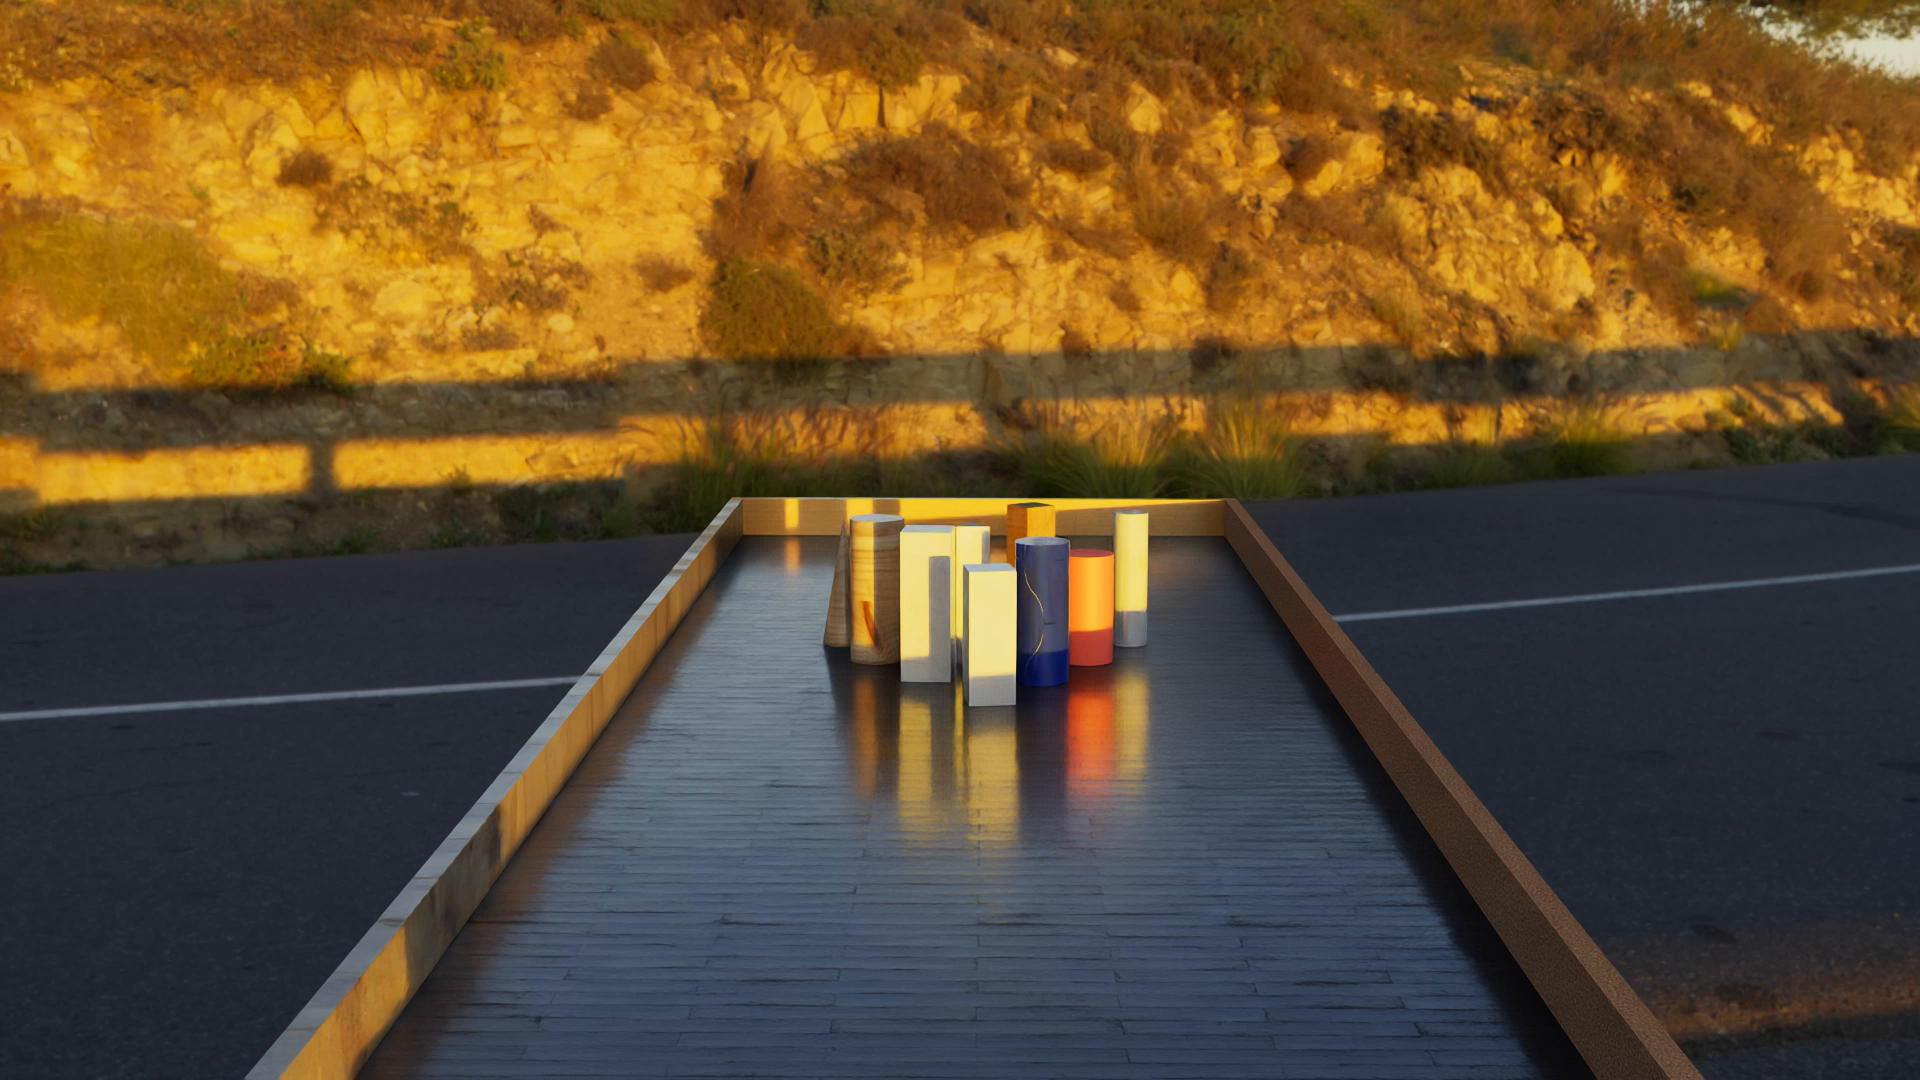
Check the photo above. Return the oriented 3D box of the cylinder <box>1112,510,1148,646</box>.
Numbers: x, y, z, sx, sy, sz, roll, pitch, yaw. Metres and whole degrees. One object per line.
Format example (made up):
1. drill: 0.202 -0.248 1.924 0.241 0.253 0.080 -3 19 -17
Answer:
1. cylinder: 0.534 0.120 6.916 0.111 0.419 0.111 0 9 0

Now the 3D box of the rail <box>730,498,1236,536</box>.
1. rail: 0.099 -0.098 9.147 2.100 0.150 0.050 0 9 1

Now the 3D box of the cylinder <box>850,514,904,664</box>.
1. cylinder: -0.251 0.148 6.685 0.166 0.435 0.166 0 9 0

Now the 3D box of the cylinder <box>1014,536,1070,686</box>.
1. cylinder: 0.238 0.206 6.394 0.161 0.412 0.161 0 9 0

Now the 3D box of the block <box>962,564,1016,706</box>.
1. block: 0.081 0.263 6.143 0.131 0.378 0.131 -1 9 -8

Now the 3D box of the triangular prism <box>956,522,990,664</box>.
1. triangular prism: 0.038 0.159 6.665 0.100 0.419 0.087 0 9 -1

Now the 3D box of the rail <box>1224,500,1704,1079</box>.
1. rail: 1.046 0.843 3.208 0.050 0.150 12.000 0 9 1

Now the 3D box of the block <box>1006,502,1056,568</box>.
1. block: 0.223 0.105 6.955 0.108 0.436 0.108 -6 11 -35

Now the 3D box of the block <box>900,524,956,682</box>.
1. block: -0.093 0.185 6.440 0.146 0.439 0.146 1 9 5

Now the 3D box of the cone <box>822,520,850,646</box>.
1. cone: -0.366 0.128 6.930 0.138 0.399 0.138 0 9 0

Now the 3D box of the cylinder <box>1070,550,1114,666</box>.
1. cylinder: 0.385 0.203 6.675 0.161 0.329 0.161 0 9 0

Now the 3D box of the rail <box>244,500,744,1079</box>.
1. rail: -1.004 0.839 3.234 0.050 0.150 12.000 0 9 1
